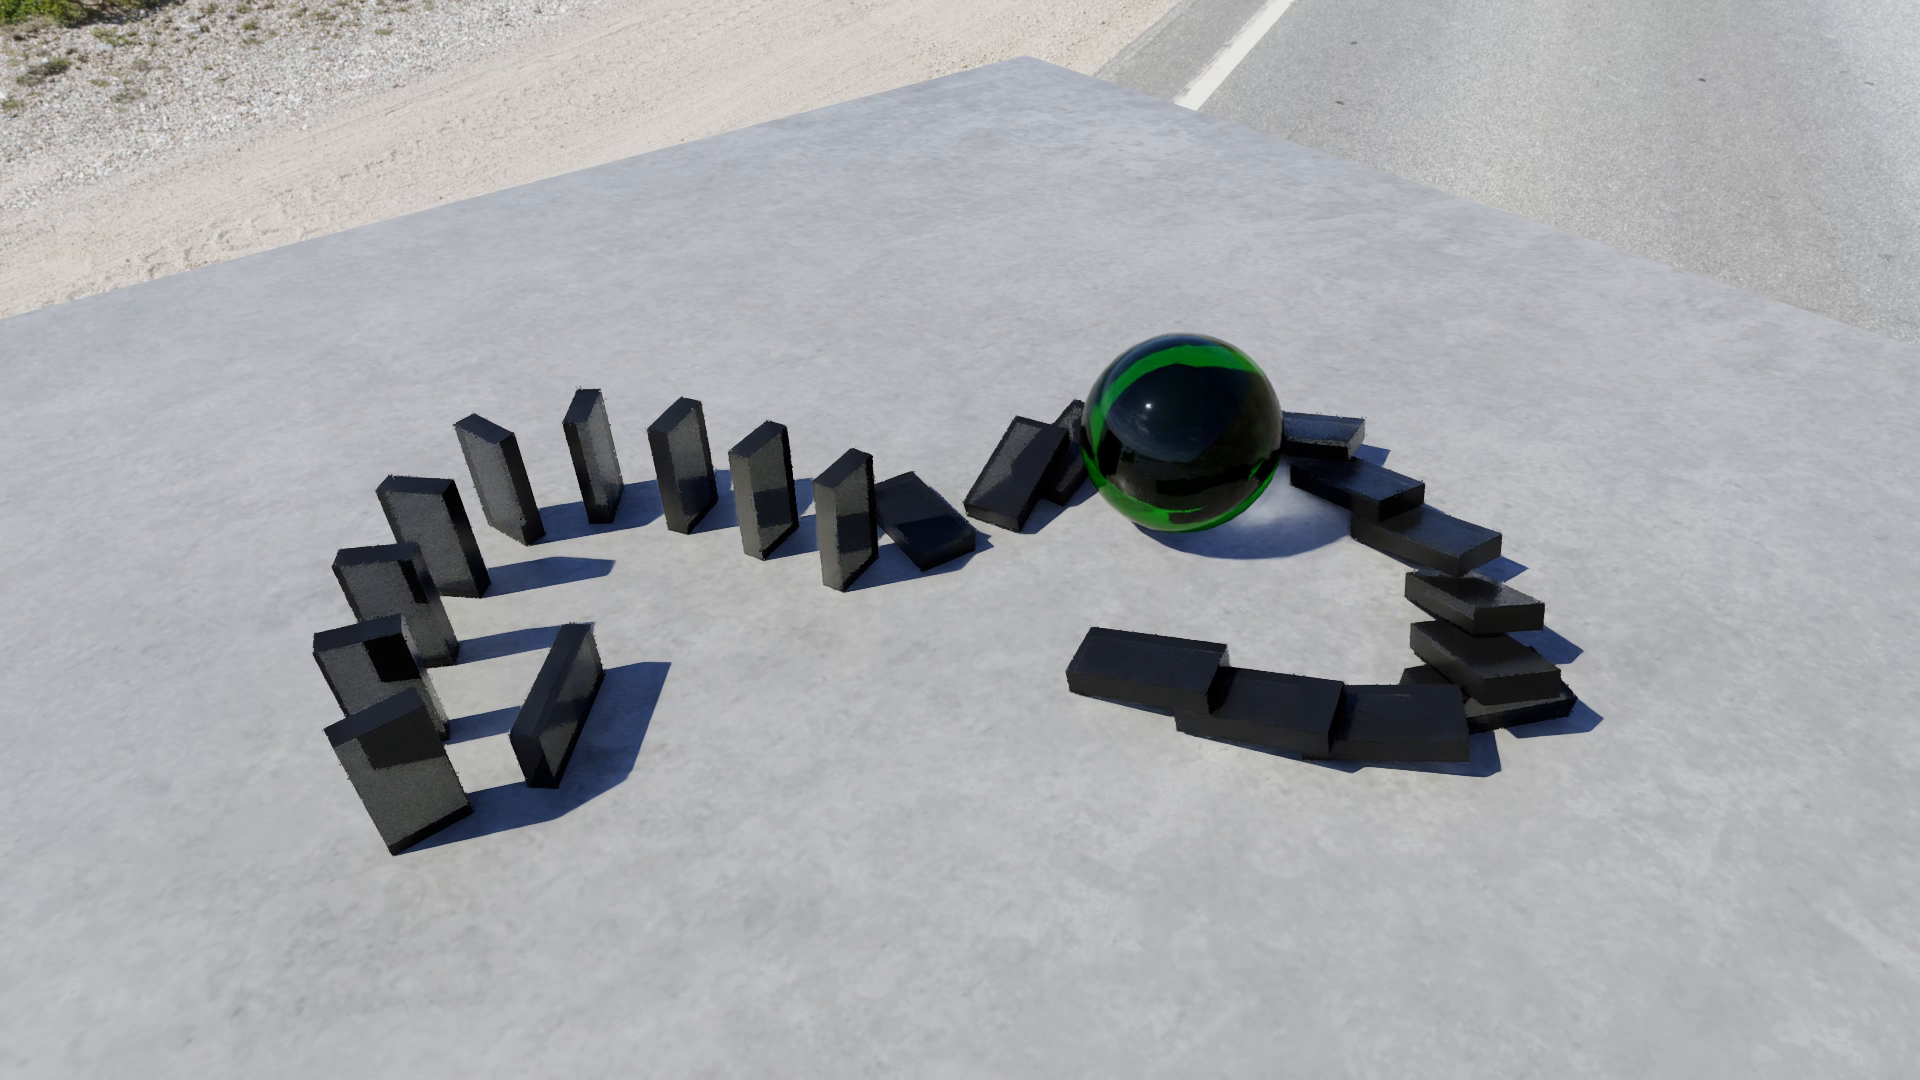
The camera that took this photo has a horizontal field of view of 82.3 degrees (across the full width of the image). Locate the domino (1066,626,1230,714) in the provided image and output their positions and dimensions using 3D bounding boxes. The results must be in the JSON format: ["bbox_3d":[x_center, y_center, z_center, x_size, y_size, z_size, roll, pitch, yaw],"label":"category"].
[{"bbox_3d":[0.065,0.044,0.380,0.050,0.009,0.025,5,37,29],"label":"domino"}]

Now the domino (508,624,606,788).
[{"bbox_3d":[-0.133,0.054,0.365,0.009,0.025,0.050,2,39,3],"label":"domino"}]

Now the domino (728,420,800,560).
[{"bbox_3d":[-0.077,-0.019,0.435,0.009,0.050,0.025,19,43,22],"label":"domino"}]

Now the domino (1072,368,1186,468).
[{"bbox_3d":[0.078,-0.056,0.503,0.025,0.010,0.050,32,63,33],"label":"domino"}]

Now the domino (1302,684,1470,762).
[{"bbox_3d":[0.139,0.060,0.362,0.050,0.010,0.025,-3,37,18],"label":"domino"}]

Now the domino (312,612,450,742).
[{"bbox_3d":[-0.185,0.048,0.353,0.025,0.050,0.009,-14,41,-17],"label":"domino"}]

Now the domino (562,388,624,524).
[{"bbox_3d":[-0.150,-0.034,0.453,0.009,0.050,0.025,-1,39,-1],"label":"domino"}]

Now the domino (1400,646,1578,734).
[{"bbox_3d":[0.181,0.053,0.379,0.050,0.010,0.025,-8,40,-10],"label":"domino"}]

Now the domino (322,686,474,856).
[{"bbox_3d":[-0.166,0.069,0.327,0.025,0.050,0.010,-28,47,-30],"label":"domino"}]

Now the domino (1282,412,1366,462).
[{"bbox_3d":[0.152,-0.047,0.491,0.050,0.010,0.025,11,34,32],"label":"domino"}]

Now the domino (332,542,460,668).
[{"bbox_3d":[-0.195,0.024,0.382,0.025,0.050,0.009,-6,40,-7],"label":"domino"}]

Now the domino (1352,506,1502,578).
[{"bbox_3d":[0.184,-0.002,0.435,0.025,0.010,0.050,-21,28,-25],"label":"domino"}]

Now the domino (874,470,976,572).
[{"bbox_3d":[-0.018,-0.009,0.454,0.025,0.010,0.050,-22,44,-25],"label":"domino"}]

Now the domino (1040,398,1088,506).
[{"bbox_3d":[0.048,-0.039,0.481,0.025,0.010,0.050,25,60,28],"label":"domino"}]

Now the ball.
[{"bbox_3d":[0.088,-0.042,0.440,0.080,0.080,0.080,0,39,0],"label":"ball"}]

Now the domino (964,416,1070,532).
[{"bbox_3d":[0.024,-0.029,0.465,0.025,0.010,0.050,18,61,24],"label":"domino"}]

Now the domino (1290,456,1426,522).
[{"bbox_3d":[0.166,-0.024,0.463,0.025,0.009,0.050,-19,28,-21],"label":"domino"}]

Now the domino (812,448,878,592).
[{"bbox_3d":[-0.043,-0.007,0.420,0.010,0.050,0.025,20,43,23],"label":"domino"}]

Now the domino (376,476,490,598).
[{"bbox_3d":[-0.197,-0.001,0.412,0.025,0.050,0.010,4,39,5],"label":"domino"}]

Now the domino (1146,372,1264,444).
[{"bbox_3d":[0.116,-0.063,0.521,0.050,0.009,0.025,-22,44,-24],"label":"domino"}]

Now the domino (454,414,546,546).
[{"bbox_3d":[-0.184,-0.024,0.440,0.025,0.050,0.009,24,45,26],"label":"domino"}]

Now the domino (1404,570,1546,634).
[{"bbox_3d":[0.186,0.022,0.400,0.025,0.009,0.050,-3,12,-4],"label":"domino"}]

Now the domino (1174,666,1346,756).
[{"bbox_3d":[0.100,0.055,0.366,0.050,0.010,0.025,5,37,30],"label":"domino"}]

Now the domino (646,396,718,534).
[{"bbox_3d":[-0.112,-0.030,0.448,0.010,0.050,0.025,13,41,15],"label":"domino"}]

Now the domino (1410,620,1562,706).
[{"bbox_3d":[0.177,0.040,0.373,0.025,0.010,0.050,-6,17,-3],"label":"domino"}]
